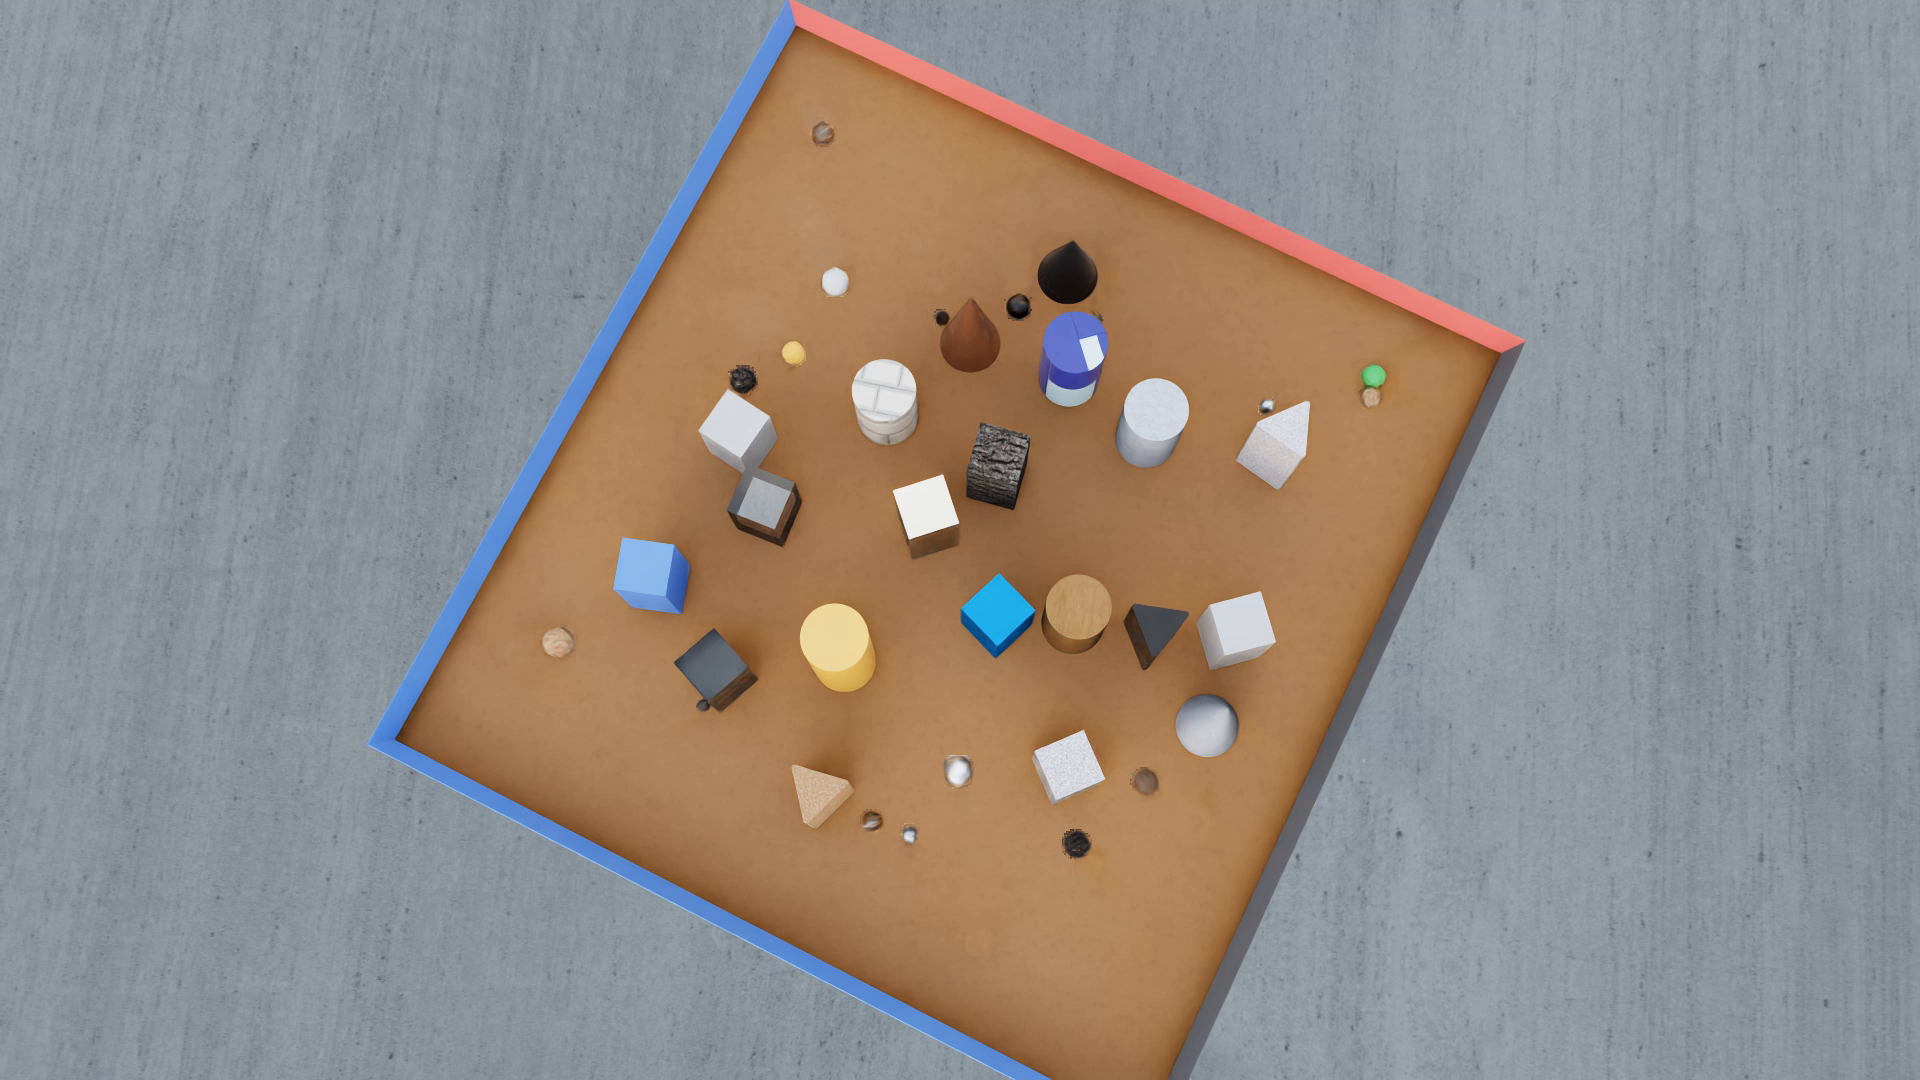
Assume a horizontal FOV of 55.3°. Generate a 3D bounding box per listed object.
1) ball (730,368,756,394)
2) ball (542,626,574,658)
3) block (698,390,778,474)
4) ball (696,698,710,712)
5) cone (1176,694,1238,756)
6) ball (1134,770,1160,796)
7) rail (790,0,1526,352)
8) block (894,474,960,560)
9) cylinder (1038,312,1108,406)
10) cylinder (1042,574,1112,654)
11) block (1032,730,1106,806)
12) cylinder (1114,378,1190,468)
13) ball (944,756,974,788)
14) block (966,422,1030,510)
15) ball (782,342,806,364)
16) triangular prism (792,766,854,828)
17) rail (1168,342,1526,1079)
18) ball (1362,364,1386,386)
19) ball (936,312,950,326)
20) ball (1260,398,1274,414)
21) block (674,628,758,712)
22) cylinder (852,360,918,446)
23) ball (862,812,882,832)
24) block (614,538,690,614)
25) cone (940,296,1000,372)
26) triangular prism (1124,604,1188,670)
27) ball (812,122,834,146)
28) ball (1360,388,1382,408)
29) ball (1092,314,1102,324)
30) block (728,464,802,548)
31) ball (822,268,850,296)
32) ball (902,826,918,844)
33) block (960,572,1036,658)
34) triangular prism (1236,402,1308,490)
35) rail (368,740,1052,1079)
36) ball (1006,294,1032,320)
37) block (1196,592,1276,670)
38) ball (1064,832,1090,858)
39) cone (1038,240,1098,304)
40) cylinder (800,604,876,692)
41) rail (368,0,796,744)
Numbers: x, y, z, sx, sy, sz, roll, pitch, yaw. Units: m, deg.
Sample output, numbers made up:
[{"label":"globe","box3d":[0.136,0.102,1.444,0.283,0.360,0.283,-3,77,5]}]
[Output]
[{"label":"ball","box3d":[-0.673,-0.495,5.677,0.081,0.081,0.081,0,78,0]},{"label":"ball","box3d":[-1.205,0.307,5.504,0.095,0.095,0.095,0,78,0]},{"label":"block","box3d":[-0.669,-0.319,5.551,0.152,0.257,0.152,33,80,6]},{"label":"ball","box3d":[-0.767,0.495,5.490,0.042,0.042,0.042,0,78,0]},{"label":"cone","box3d":[0.742,0.511,5.280,0.190,0.452,0.190,0,78,0]},{"label":"ball","box3d":[0.551,0.720,5.429,0.076,0.076,0.076,0,78,0]},{"label":"rail","box3d":[0.584,-1.138,5.788,2.556,0.124,0.045,26,80,5]},{"label":"block","box3d":[-0.098,-0.064,5.468,0.152,0.317,0.152,-18,79,-4]},{"label":"cylinder","box3d":[0.340,-0.544,5.547,0.190,0.355,0.190,0,78,0]},{"label":"cylinder","box3d":[0.342,0.222,5.418,0.190,0.298,0.190,0,78,0]},{"label":"block","box3d":[0.314,0.667,5.351,0.152,0.250,0.152,-23,79,-5]},{"label":"cylinder","box3d":[0.575,-0.349,5.522,0.190,0.326,0.190,0,78,0]},{"label":"ball","box3d":[-0.004,0.687,5.429,0.090,0.090,0.090,0,78,0]},{"label":"block","box3d":[0.113,-0.218,5.487,0.152,0.341,0.152,15,79,3]},{"label":"ball","box3d":[-0.518,-0.582,5.700,0.072,0.072,0.072,0,78,0]},{"label":"triangular prism","box3d":[-0.422,0.718,5.303,0.165,0.322,0.143,-43,82,-8]},{"label":"rail","box3d":[1.122,0.556,5.437,0.045,0.124,2.660,26,80,5]},{"label":"ball","box3d":[1.285,-0.510,5.686,0.070,0.070,0.070,0,78,0]},{"label":"ball","box3d":[-0.055,-0.693,5.728,0.045,0.045,0.045,0,78,0]},{"label":"ball","box3d":[0.952,-0.414,5.678,0.047,0.047,0.047,0,78,0]},{"label":"block","box3d":[-0.714,0.386,5.393,0.152,0.282,0.152,-41,81,-8]},{"label":"cylinder","box3d":[-0.224,-0.415,5.556,0.190,0.286,0.190,0,78,0]},{"label":"ball","box3d":[-0.259,0.832,5.413,0.061,0.061,0.061,0,78,0]},{"label":"block","box3d":[-0.910,0.110,5.430,0.152,0.321,0.152,8,78,2]},{"label":"cone","box3d":[0.032,-0.661,5.528,0.190,0.441,0.190,0,78,0]},{"label":"triangular prism","box3d":[0.553,0.259,5.417,0.143,0.286,0.165,38,81,7]},{"label":"ball","box3d":[-0.438,-1.296,5.847,0.074,0.074,0.074,0,78,0]},{"label":"ball","box3d":[1.272,-0.440,5.674,0.065,0.065,0.065,0,78,0]},{"label":"ball","box3d":[0.423,-0.685,5.736,0.044,0.044,0.044,0,78,0]},{"label":"block","box3d":[-0.584,-0.101,5.503,0.152,0.263,0.152,21,79,4]},{"label":"ball","box3d":[-0.391,-0.808,5.739,0.087,0.087,0.087,0,78,0]},{"label":"ball","box3d":[-0.148,0.869,5.410,0.051,0.051,0.051,0,78,0]},{"label":"block","box3d":[0.111,0.228,5.435,0.152,0.264,0.152,-43,81,-8]},{"label":"triangular prism","box3d":[0.961,-0.300,5.467,0.165,0.414,0.143,36,81,7]},{"label":"rail","box3d":[-0.584,1.151,5.314,2.556,0.124,0.045,26,80,5]},{"label":"ball","box3d":[0.183,-0.729,5.727,0.078,0.078,0.078,0,78,0]},{"label":"block","box3d":[0.809,0.271,5.398,0.152,0.319,0.152,-15,79,-3]},{"label":"ball","box3d":[0.344,0.897,5.392,0.076,0.076,0.076,0,78,0]},{"label":"cone","box3d":[0.340,-0.867,5.638,0.190,0.309,0.190,0,78,0]},{"label":"cylinder","box3d":[-0.349,0.318,5.309,0.190,0.473,0.190,0,78,0]},{"label":"rail","box3d":[-1.122,-0.543,5.665,0.045,0.124,2.660,26,80,5]}]
